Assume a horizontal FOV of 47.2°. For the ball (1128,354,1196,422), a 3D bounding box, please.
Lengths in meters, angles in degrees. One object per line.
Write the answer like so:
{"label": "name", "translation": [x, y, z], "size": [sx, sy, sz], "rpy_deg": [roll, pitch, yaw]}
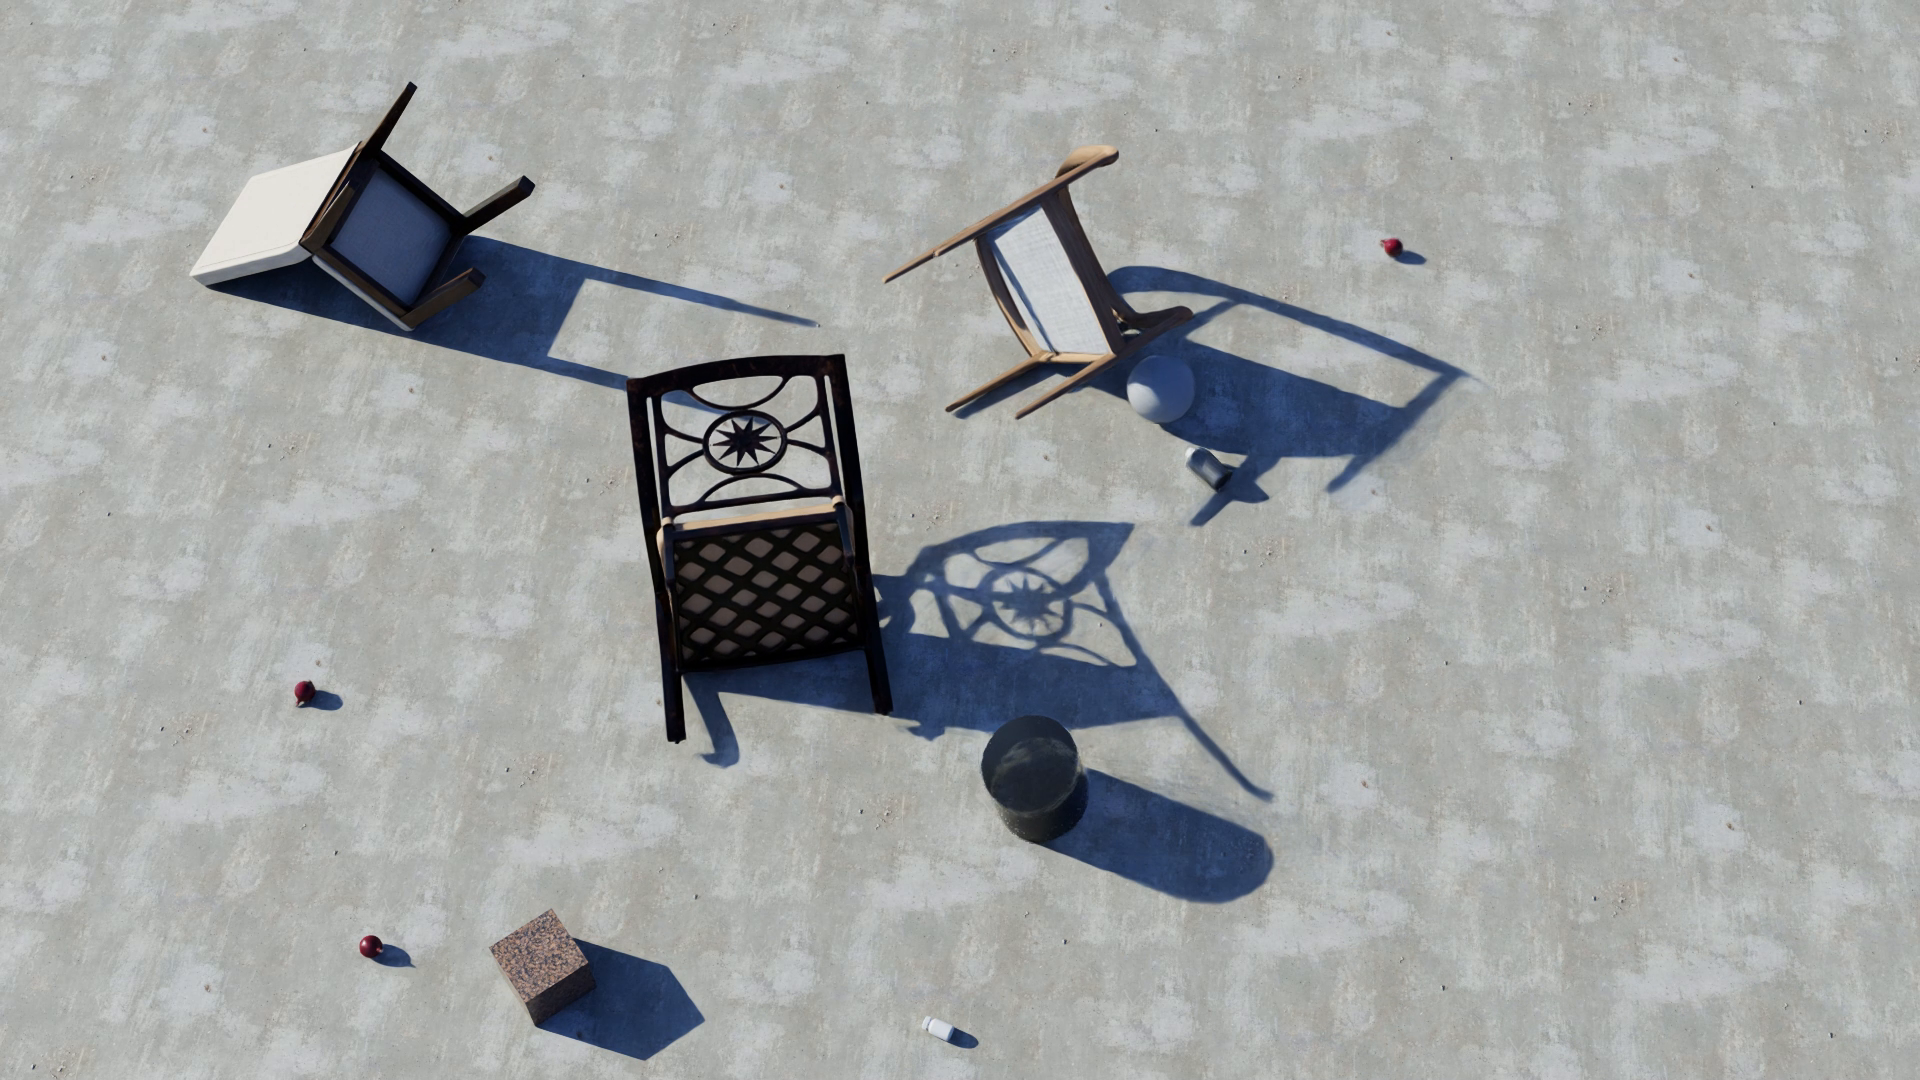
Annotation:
{"label": "ball", "translation": [0.620, -0.467, 6.761], "size": [0.210, 0.210, 0.210], "rpy_deg": [0, 56, 0]}

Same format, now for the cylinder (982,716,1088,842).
{"label": "cylinder", "translation": [0.206, 0.647, 5.953], "size": [0.257, 0.259, 0.272], "rpy_deg": [16, 68, 17]}

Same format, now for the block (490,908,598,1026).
{"label": "block", "translation": [-1.085, 1.114, 5.727], "size": [0.187, 0.165, 0.187], "rpy_deg": [-31, 62, -19]}
